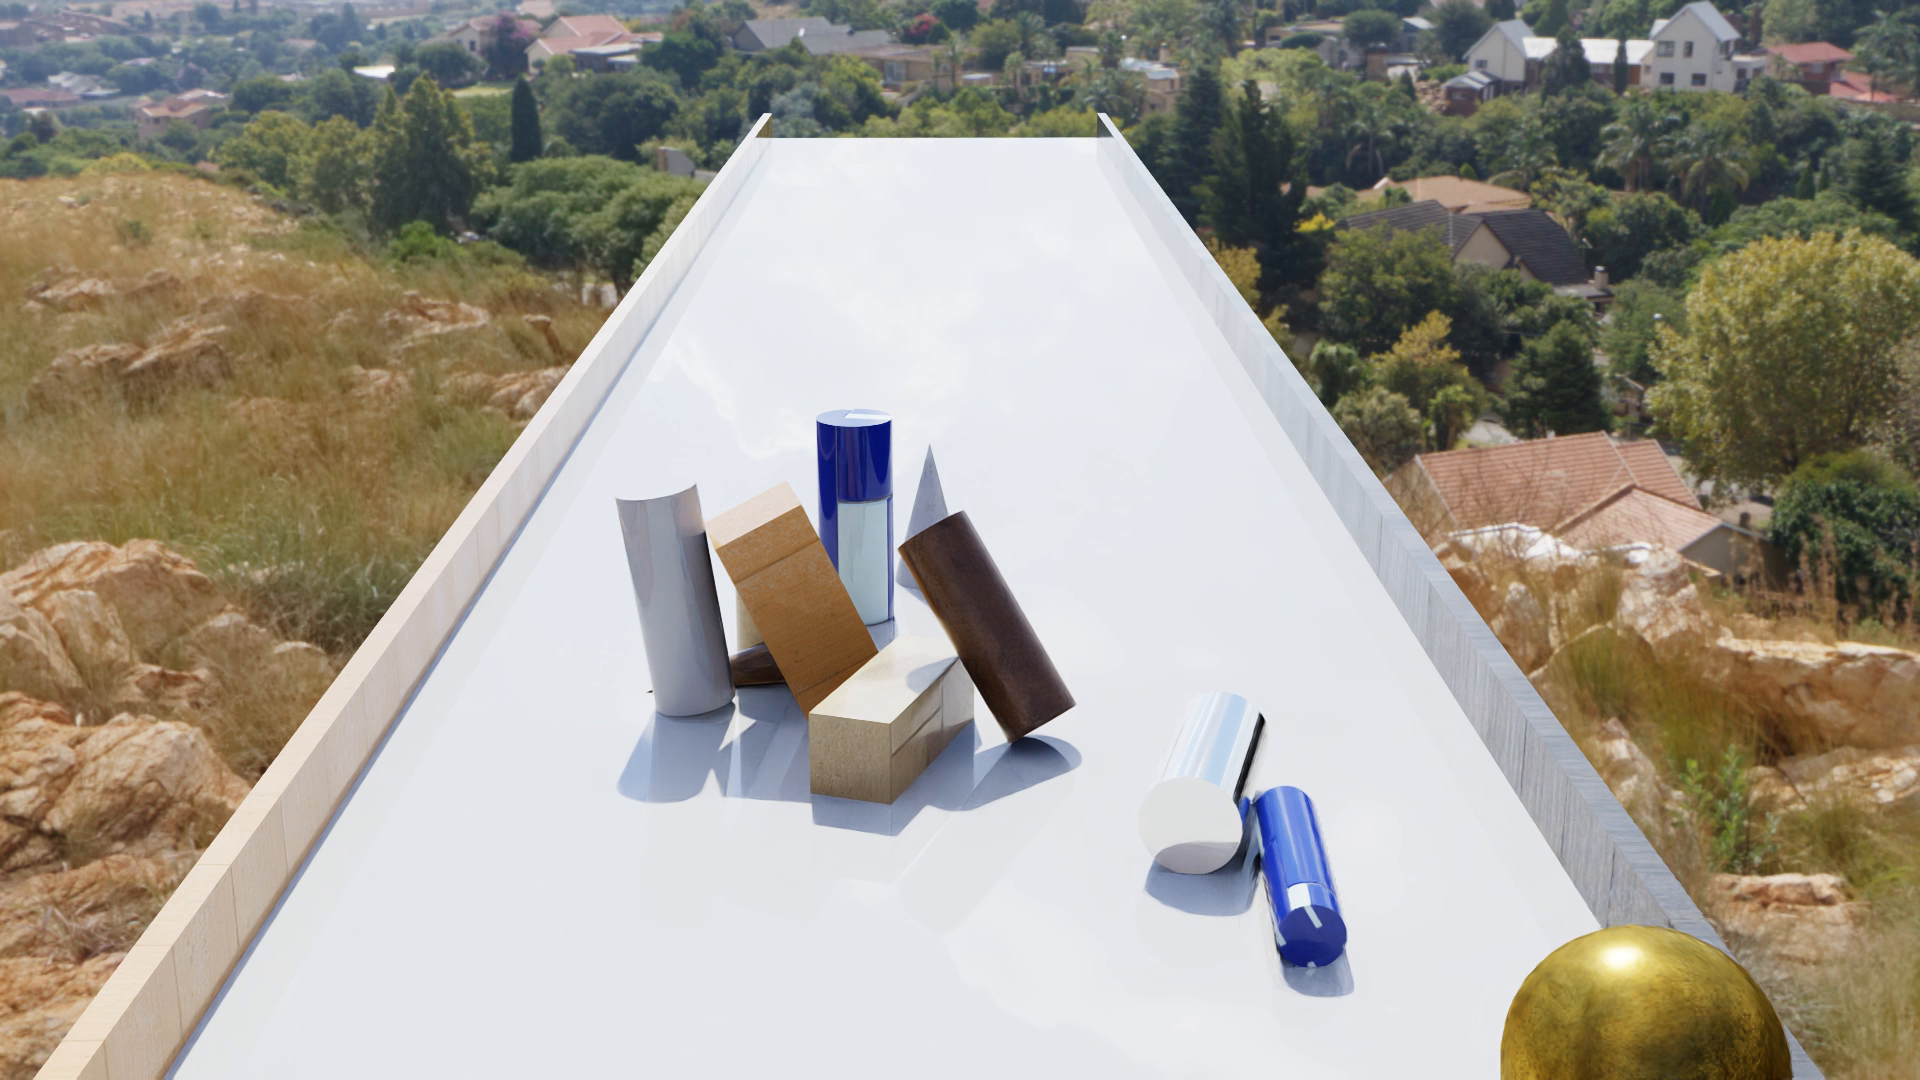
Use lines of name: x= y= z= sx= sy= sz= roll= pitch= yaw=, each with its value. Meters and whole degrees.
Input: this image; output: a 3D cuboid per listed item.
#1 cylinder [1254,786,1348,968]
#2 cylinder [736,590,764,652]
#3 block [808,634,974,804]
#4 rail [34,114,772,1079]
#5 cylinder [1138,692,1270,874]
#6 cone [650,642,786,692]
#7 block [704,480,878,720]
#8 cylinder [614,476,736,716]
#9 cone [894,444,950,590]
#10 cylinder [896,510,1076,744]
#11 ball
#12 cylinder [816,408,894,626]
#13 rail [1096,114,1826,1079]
cylinder: x=0.514 y=0.505 z=3.352 sx=0.100 sy=0.100 sz=0.433 roll=1 pitch=17 yaw=3
cylinder: x=-0.374 y=0.096 z=4.373 sx=0.145 sy=0.302 sz=0.145 roll=0 pitch=16 yaw=0
block: x=-0.115 y=0.313 z=3.917 sx=0.147 sy=0.147 sz=0.431 roll=6 pitch=18 yaw=19
rail: x=-1.118 y=-0.838 z=7.780 sx=0.050 sy=0.150 sz=12.000 roll=0 pitch=17 yaw=-1
cylinder: x=0.405 y=0.393 z=3.616 sx=0.165 sy=0.165 sz=0.388 roll=4 pitch=17 yaw=13
cone: x=-0.440 y=0.254 z=4.271 sx=0.352 sy=0.119 sz=0.119 roll=-14 pitch=19 yaw=-11
block: x=-0.303 y=0.113 z=4.107 sx=0.176 sy=0.383 sz=0.176 roll=-28 pitch=21 yaw=-4
cylinder: x=-0.530 y=0.104 z=4.106 sx=0.153 sy=0.423 sz=0.153 roll=-8 pitch=17 yaw=2
cone: x=-0.067 y=-0.065 z=4.890 sx=0.162 sy=0.316 sz=0.162 roll=0 pitch=17 yaw=0
cylinder: x=0.048 y=0.157 z=3.978 sx=0.143 sy=0.406 sz=0.143 roll=-30 pitch=-4 yaw=-2
ball: x=0.801 y=0.617 z=2.578 sx=0.327 sy=0.327 sz=0.327 roll=0 pitch=17 yaw=0
cylinder: x=-0.220 y=-0.047 z=4.628 sx=0.160 sy=0.432 sz=0.160 roll=0 pitch=17 yaw=0
rail: x=0.932 y=-0.844 z=7.801 sx=0.050 sy=0.150 sz=12.000 roll=0 pitch=17 yaw=-1
